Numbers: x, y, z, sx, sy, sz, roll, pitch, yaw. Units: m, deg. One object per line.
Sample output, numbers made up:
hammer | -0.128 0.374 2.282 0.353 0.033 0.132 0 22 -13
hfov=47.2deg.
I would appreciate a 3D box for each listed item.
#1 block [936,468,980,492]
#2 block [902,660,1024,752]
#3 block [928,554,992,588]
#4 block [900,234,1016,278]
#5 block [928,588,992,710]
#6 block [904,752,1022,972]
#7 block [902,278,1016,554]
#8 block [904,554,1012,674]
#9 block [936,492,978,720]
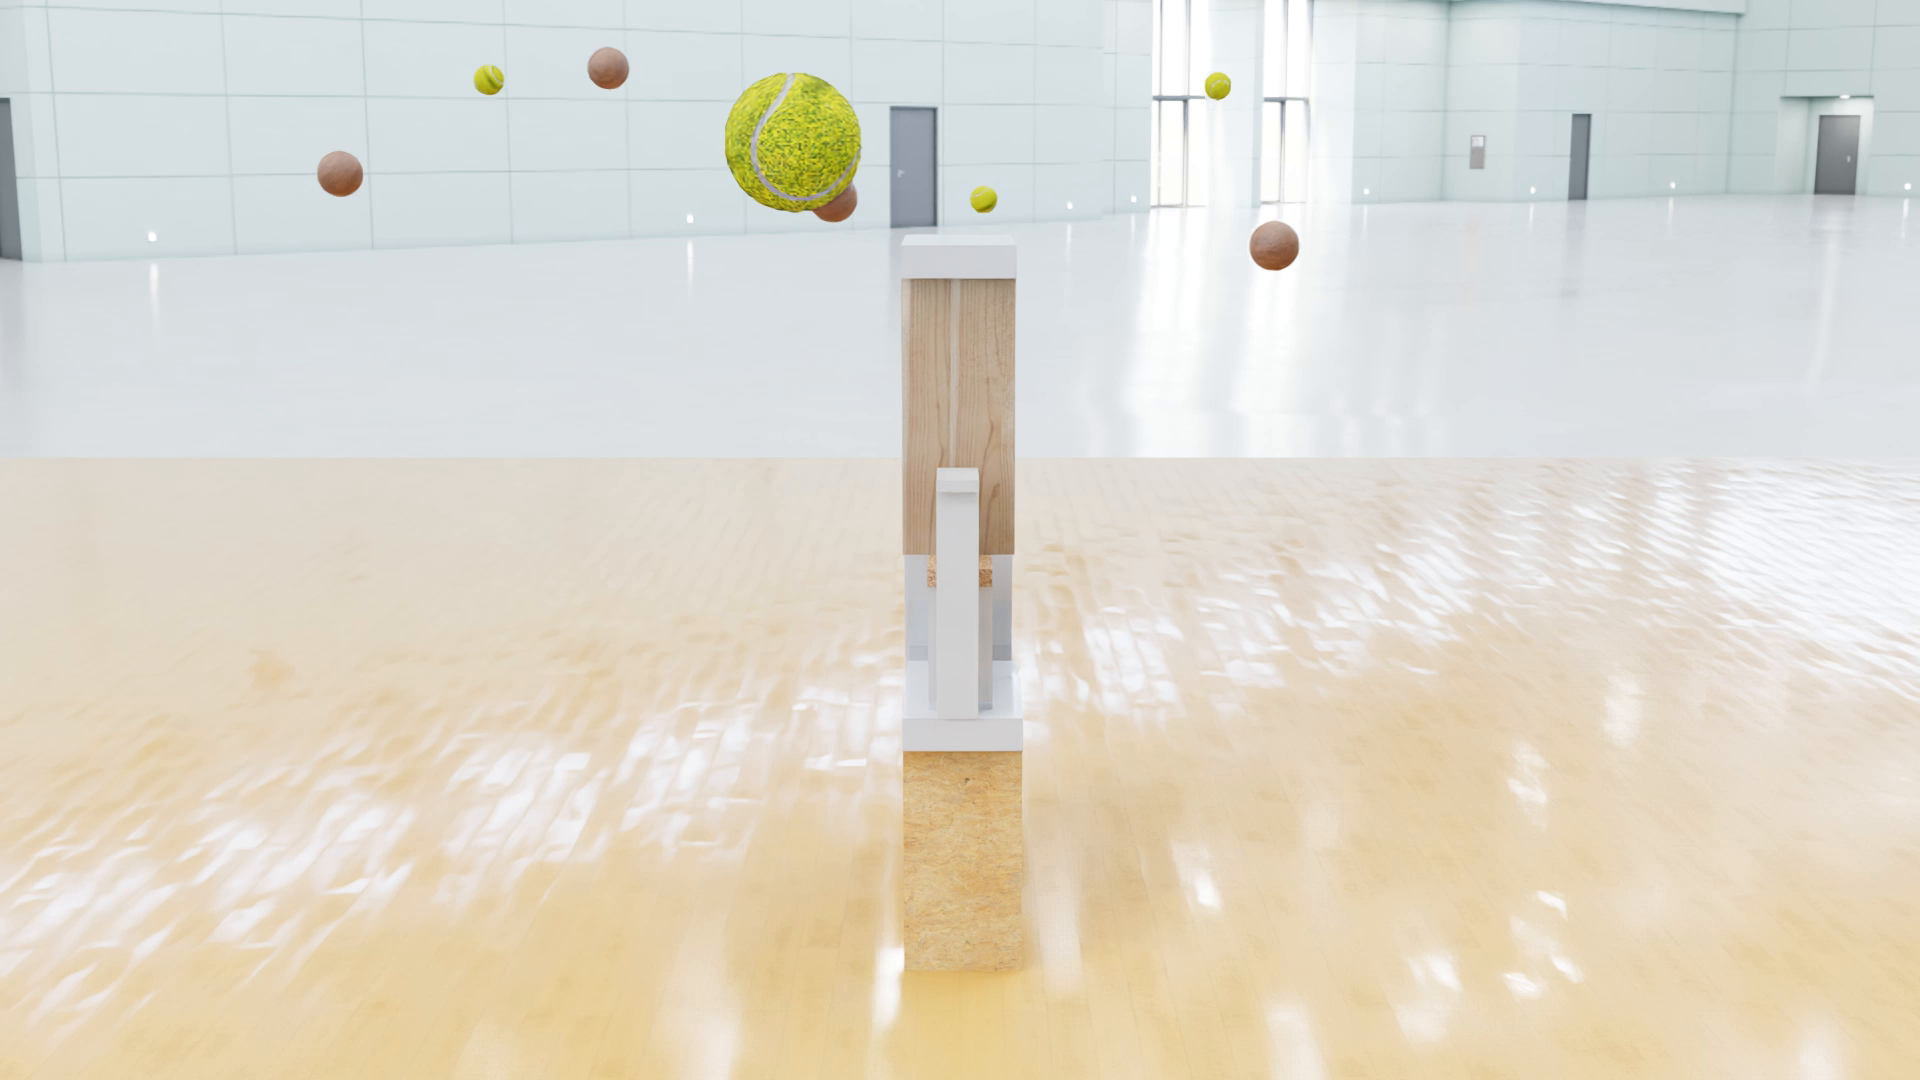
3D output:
block | -0.004 -0.088 3.201 0.061 0.017 0.122 0 11 -1
block | 0.004 0.253 3.402 0.177 0.050 0.355 0 11 0
block | 0.000 0.039 3.307 0.095 0.027 0.190 0 11 0
block | -0.002 -0.437 3.376 0.169 0.048 0.338 0 11 0
block | 0.001 0.157 3.265 0.095 0.190 0.027 0 11 0
block | 0.004 0.474 3.323 0.177 0.355 0.050 0 11 0
block | -0.002 -0.187 3.307 0.169 0.418 0.048 0 10 0
block | -0.003 0.186 3.653 0.176 0.501 0.050 0 10 0
block | -0.003 0.094 3.194 0.061 0.338 0.017 0 11 0
